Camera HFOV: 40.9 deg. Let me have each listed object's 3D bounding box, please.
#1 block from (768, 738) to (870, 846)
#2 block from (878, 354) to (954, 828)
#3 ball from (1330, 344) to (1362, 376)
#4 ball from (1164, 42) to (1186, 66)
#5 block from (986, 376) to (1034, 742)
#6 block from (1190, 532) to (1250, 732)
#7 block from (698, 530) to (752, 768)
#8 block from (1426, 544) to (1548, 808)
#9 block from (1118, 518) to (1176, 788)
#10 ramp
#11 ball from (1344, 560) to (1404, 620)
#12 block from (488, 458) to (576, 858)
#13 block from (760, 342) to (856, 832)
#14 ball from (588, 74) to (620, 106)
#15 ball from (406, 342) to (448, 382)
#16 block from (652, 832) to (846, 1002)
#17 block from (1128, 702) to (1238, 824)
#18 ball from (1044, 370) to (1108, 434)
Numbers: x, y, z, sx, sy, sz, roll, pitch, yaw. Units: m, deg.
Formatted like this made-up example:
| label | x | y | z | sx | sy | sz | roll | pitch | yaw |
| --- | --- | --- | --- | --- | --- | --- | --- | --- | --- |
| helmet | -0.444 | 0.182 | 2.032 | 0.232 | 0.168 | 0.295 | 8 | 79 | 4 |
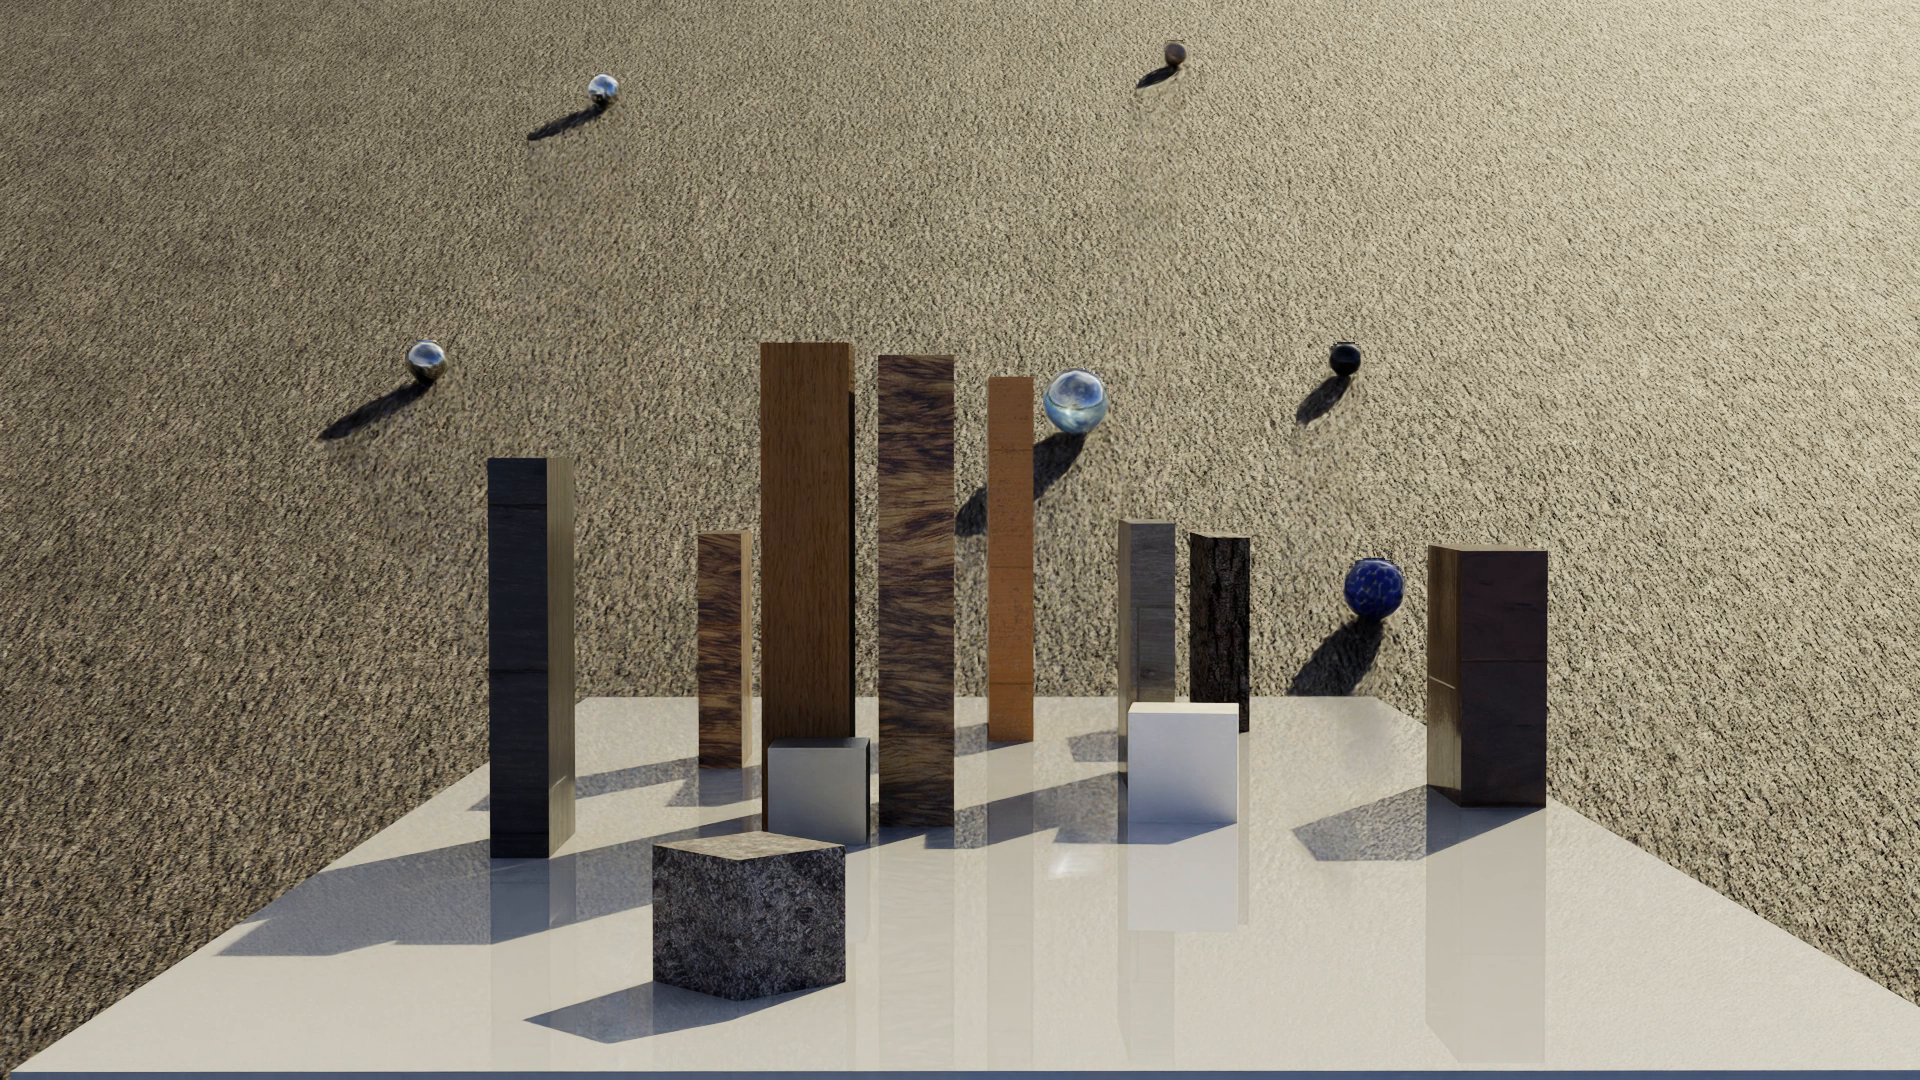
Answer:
| label | x | y | z | sx | sy | sz | roll | pitch | yaw |
| --- | --- | --- | --- | --- | --- | --- | --- | --- | --- |
| block | -0.223 | 0.400 | 4.114 | 0.153 | 0.153 | 0.153 | 0 | 2 | 1 |
| block | -0.072 | 0.080 | 4.392 | 0.124 | 0.775 | 0.327 | 0 | 2 | 0 |
| ball | 1.322 | -0.618 | 8.842 | 0.111 | 0.111 | 0.111 | 0 | 25 | 0 |
| ball | 1.060 | -2.394 | 12.686 | 0.114 | 0.114 | 0.114 | 0 | 25 | 0 |
| block | 0.109 | 0.035 | 5.710 | 0.095 | 0.780 | 0.401 | 0 | 2 | 0 |
| block | 0.595 | 0.203 | 5.929 | 0.093 | 0.431 | 0.437 | 0 | 2 | 0 |
| block | -0.469 | 0.214 | 5.162 | 0.084 | 0.459 | 0.255 | 0 | 2 | 0 |
| block | 0.943 | 0.236 | 4.627 | 0.148 | 0.446 | 0.326 | 0 | 2 | 0 |
| block | 0.347 | 0.209 | 4.816 | 0.080 | 0.489 | 0.352 | 0 | 2 | 0 |
| ramp | 0.057 | 0.512 | 4.554 | 2.000 | 0.100 | 4.000 | 0 | 2 | 0 |
| ball | 1.146 | 0.138 | 7.136 | 0.167 | 0.167 | 0.167 | 0 | 25 | 0 |
| block | -0.669 | 0.175 | 4.038 | 0.090 | 0.607 | 0.271 | 0 | 2 | 0 |
| block | -0.252 | 0.073 | 4.307 | 0.143 | 0.794 | 0.252 | 0 | 2 | 0 |
| ball | -1.657 | -2.089 | 11.987 | 0.146 | 0.146 | 0.146 | 0 | 25 | 0 |
| ball | -1.817 | -0.606 | 8.783 | 0.137 | 0.137 | 0.137 | 0 | 25 | 0 |
| block | -0.245 | 0.433 | 2.988 | 0.159 | 0.159 | 0.159 | -2 | 2 | -43 |
| block | 0.381 | 0.376 | 4.382 | 0.182 | 0.182 | 0.182 | 0 | 2 | 6 |
| ball | 0.377 | -0.446 | 8.356 | 0.206 | 0.206 | 0.206 | 0 | 25 | 0 |
